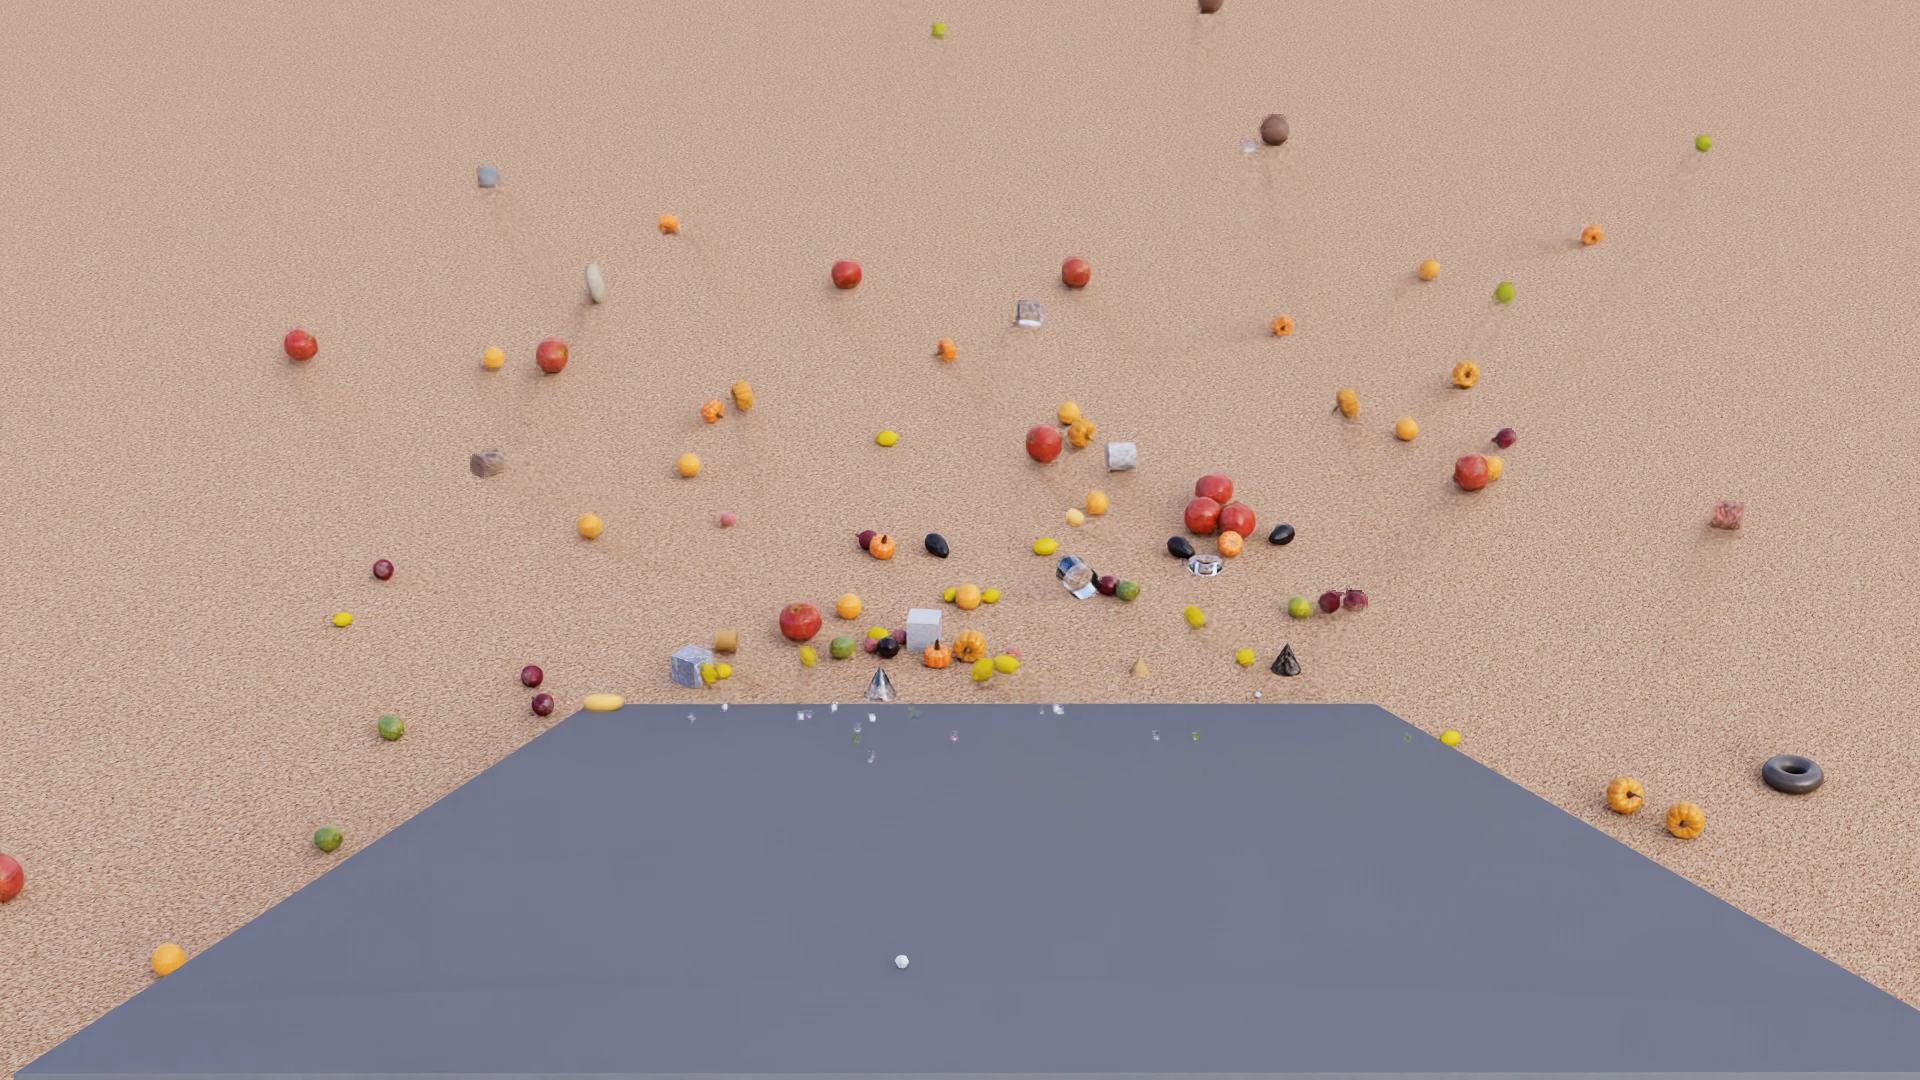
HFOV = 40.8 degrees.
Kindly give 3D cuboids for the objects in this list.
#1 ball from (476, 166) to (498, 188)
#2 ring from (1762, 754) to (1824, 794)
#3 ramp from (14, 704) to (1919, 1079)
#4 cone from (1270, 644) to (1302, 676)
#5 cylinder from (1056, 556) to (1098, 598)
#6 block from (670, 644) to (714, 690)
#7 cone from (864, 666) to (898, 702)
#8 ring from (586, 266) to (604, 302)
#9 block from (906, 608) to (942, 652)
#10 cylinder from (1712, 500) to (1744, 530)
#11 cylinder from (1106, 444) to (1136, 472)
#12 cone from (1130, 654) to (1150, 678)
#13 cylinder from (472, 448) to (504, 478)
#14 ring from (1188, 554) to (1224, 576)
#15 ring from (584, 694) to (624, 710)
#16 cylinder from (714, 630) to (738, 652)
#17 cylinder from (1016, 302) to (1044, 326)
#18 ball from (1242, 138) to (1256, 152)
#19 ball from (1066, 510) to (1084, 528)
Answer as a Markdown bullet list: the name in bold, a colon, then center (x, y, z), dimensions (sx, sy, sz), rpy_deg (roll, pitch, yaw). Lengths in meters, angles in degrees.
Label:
- **ball**: center (-1.966, -1.512, 10.733), dimensions (0.091, 0.091, 0.091), rpy_deg (0, 25, 0)
- **ring**: center (2.059, 0.579, 6.375), dimensions (0.148, 0.049, 0.148), rpy_deg (-1, 25, 0)
- **ramp**: center (0.058, 0.523, 4.561), dimensions (2.000, 0.100, 4.000), rpy_deg (0, 2, 0)
- **cone**: center (0.875, 0.310, 6.902), dimensions (0.083, 0.083, 0.083), rpy_deg (0, 25, 0)
- **cylinder**: center (0.333, 0.106, 7.321), dimensions (0.093, 0.093, 0.093), rpy_deg (-10, 26, -19)
- **block**: center (-0.712, 0.336, 6.851), dimensions (0.078, 0.078, 0.078), rpy_deg (16, 30, 30)
- **cone**: center (-0.209, 0.367, 6.776), dimensions (0.088, 0.088, 0.088), rpy_deg (0, 25, 0)
- **ring**: center (-1.341, -0.943, 9.487), dimensions (0.045, 0.136, 0.136), rpy_deg (-15, 26, 0)
- **block**: center (-0.098, 0.247, 7.031), dimensions (0.086, 0.086, 0.086), rpy_deg (3, 26, 5)
- **cylinder**: center (2.298, -0.074, 7.718), dimensions (0.077, 0.077, 0.077), rpy_deg (10, 27, 20)
- **cylinder**: center (0.506, -0.260, 8.104), dimensions (0.082, 0.082, 0.082), rpy_deg (-5, 26, -5)
- **cone**: center (0.482, 0.329, 6.893), dimensions (0.056, 0.056, 0.056), rpy_deg (0, 25, 0)
- **cylinder**: center (-1.477, -0.240, 8.072), dimensions (0.073, 0.073, 0.073), rpy_deg (18, 31, 33)
- **ring**: center (0.711, 0.072, 7.458), dimensions (0.108, 0.036, 0.108), rpy_deg (1, 24, 0)
- **ring**: center (-0.887, 0.405, 6.433), dimensions (0.101, 0.034, 0.101), rpy_deg (-1, 2, 0)
- **cylinder**: center (-0.634, 0.275, 7.006), dimensions (0.055, 0.055, 0.055), rpy_deg (2, 25, 4)
- **cylinder**: center (0.253, -0.811, 9.261), dimensions (0.085, 0.085, 0.085), rpy_deg (6, 26, 11)
- **ball**: center (1.255, -1.711, 11.190), dimensions (0.059, 0.059, 0.059), rpy_deg (0, 25, 0)
- **ball**: center (0.346, -0.064, 7.728), dimensions (0.051, 0.051, 0.051), rpy_deg (0, 25, 0)
